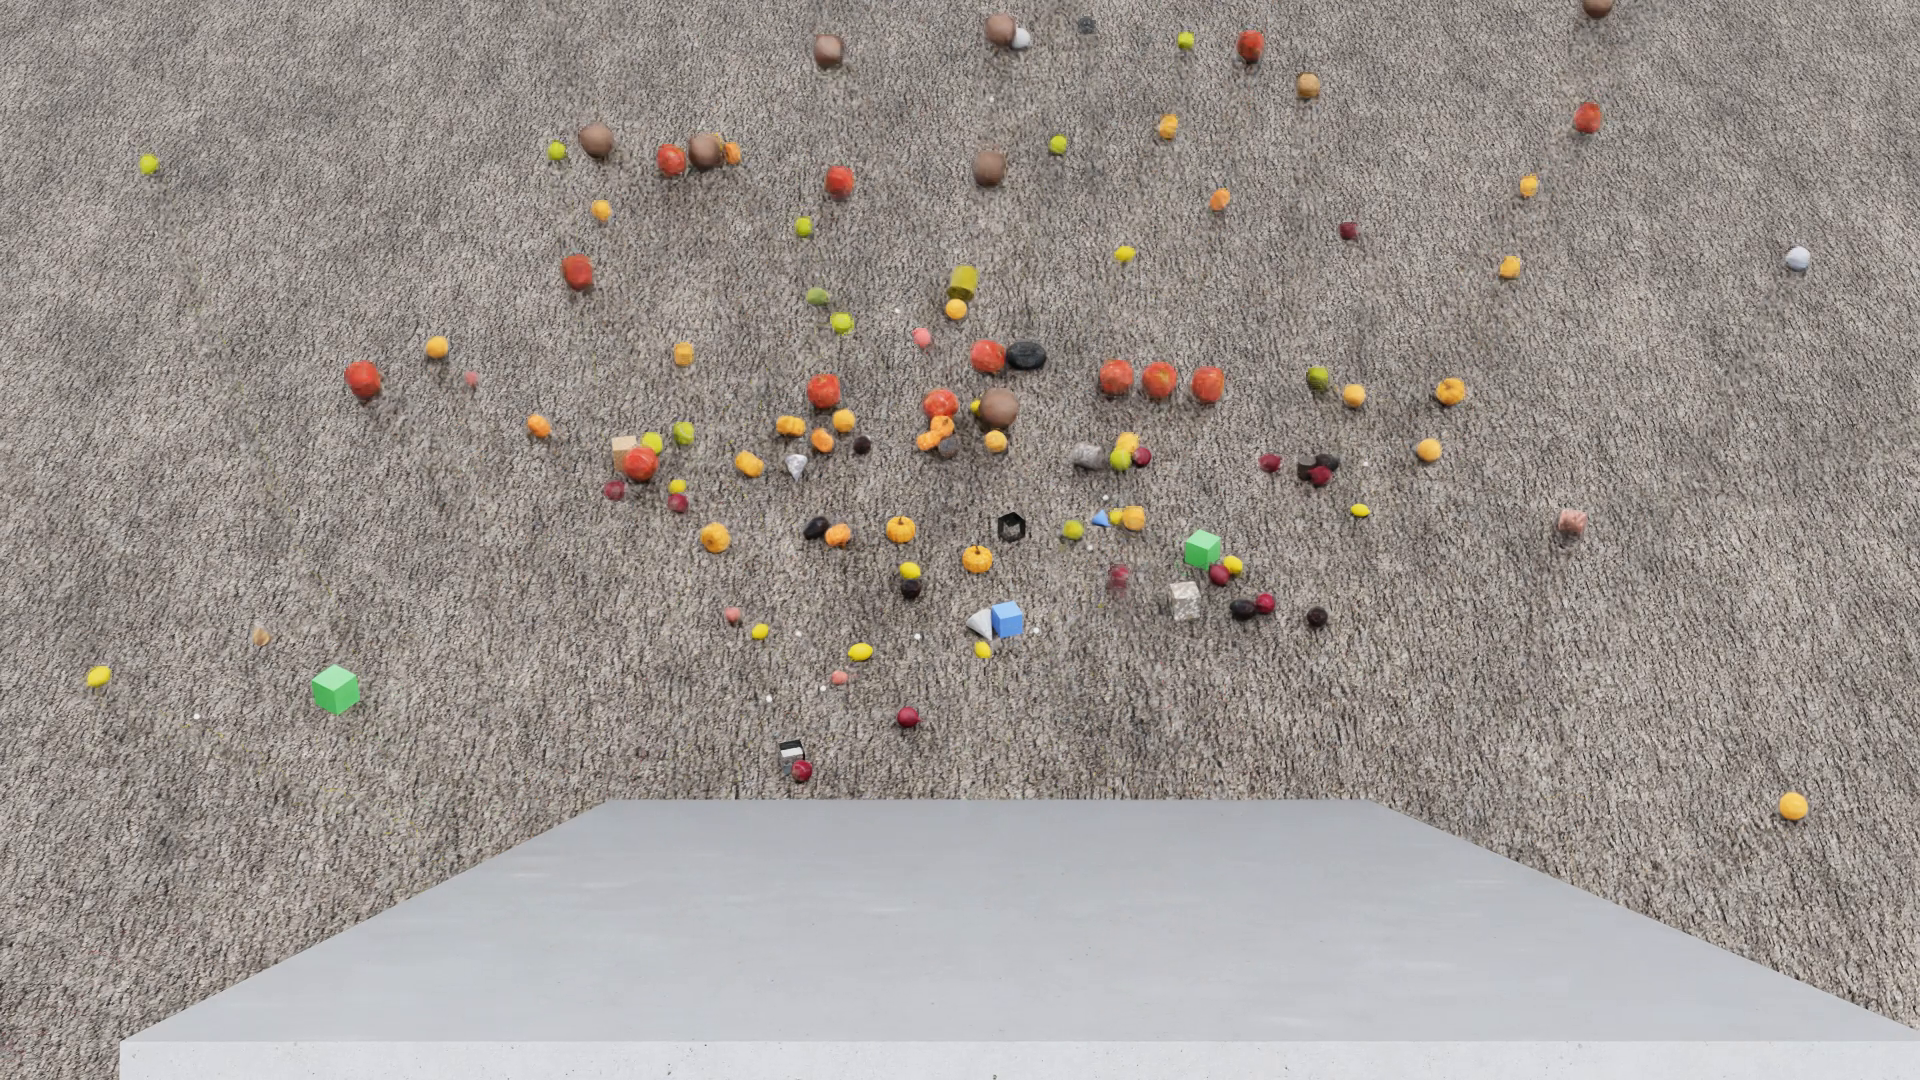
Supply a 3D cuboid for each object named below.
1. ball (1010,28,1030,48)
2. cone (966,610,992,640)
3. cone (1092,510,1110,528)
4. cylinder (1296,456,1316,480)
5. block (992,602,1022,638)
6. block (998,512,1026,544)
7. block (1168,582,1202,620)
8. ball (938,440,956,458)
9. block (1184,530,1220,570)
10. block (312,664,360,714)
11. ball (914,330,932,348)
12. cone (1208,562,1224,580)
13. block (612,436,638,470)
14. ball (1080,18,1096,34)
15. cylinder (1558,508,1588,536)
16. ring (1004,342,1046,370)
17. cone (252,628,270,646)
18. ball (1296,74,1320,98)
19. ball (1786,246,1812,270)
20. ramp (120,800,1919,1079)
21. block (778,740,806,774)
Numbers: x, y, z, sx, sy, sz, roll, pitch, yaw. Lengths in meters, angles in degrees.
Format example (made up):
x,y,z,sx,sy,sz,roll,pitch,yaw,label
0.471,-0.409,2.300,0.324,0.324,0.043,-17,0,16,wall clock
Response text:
x,y,z,sx,sy,sz,roll,pitch,yaw,label
0.249,-2.092,10.832,0.085,0.085,0.085,0,35,0,ball
0.073,0.260,7.552,0.085,0.085,0.085,-19,66,-25,cone
0.444,-0.057,8.012,0.054,0.054,0.054,42,48,9,cone
1.097,-0.228,8.225,0.057,0.057,0.057,0,35,0,cylinder
0.137,0.231,7.566,0.069,0.069,0.069,-12,37,-17,block
0.158,-0.039,7.955,0.060,0.060,0.060,-22,41,-28,block
0.660,0.178,7.635,0.076,0.076,0.076,-6,36,-8,block
-0.040,-0.293,8.316,0.059,0.059,0.059,0,35,0,ball
0.733,0.030,7.845,0.077,0.077,0.077,22,41,28,block
-1.750,0.420,7.285,0.087,0.087,0.087,22,41,28,block
-0.128,-0.689,8.873,0.060,0.060,0.060,0,35,0,ball
0.758,0.090,7.807,0.050,0.050,0.050,-12,10,-17,cone
-1.067,-0.277,8.278,0.076,0.076,0.076,-6,36,-8,block
0.538,-2.163,10.948,0.066,0.066,0.066,0,35,0,ball
1.878,-0.053,7.967,0.070,0.070,0.070,16,38,21,cylinder
0.223,-0.624,8.793,0.143,0.048,0.143,0,37,0,ring
-2.015,0.278,7.540,0.052,0.052,0.052,12,10,16,cone
1.400,-1.825,10.443,0.098,0.098,0.098,0,35,0,ball
3.006,-1.010,9.308,0.082,0.082,0.082,0,35,0,ball
0.078,0.667,4.848,2.000,0.100,4.000,0,-2,0,ramp
-0.457,0.590,7.068,0.061,0.061,0.061,-9,36,-13,block
